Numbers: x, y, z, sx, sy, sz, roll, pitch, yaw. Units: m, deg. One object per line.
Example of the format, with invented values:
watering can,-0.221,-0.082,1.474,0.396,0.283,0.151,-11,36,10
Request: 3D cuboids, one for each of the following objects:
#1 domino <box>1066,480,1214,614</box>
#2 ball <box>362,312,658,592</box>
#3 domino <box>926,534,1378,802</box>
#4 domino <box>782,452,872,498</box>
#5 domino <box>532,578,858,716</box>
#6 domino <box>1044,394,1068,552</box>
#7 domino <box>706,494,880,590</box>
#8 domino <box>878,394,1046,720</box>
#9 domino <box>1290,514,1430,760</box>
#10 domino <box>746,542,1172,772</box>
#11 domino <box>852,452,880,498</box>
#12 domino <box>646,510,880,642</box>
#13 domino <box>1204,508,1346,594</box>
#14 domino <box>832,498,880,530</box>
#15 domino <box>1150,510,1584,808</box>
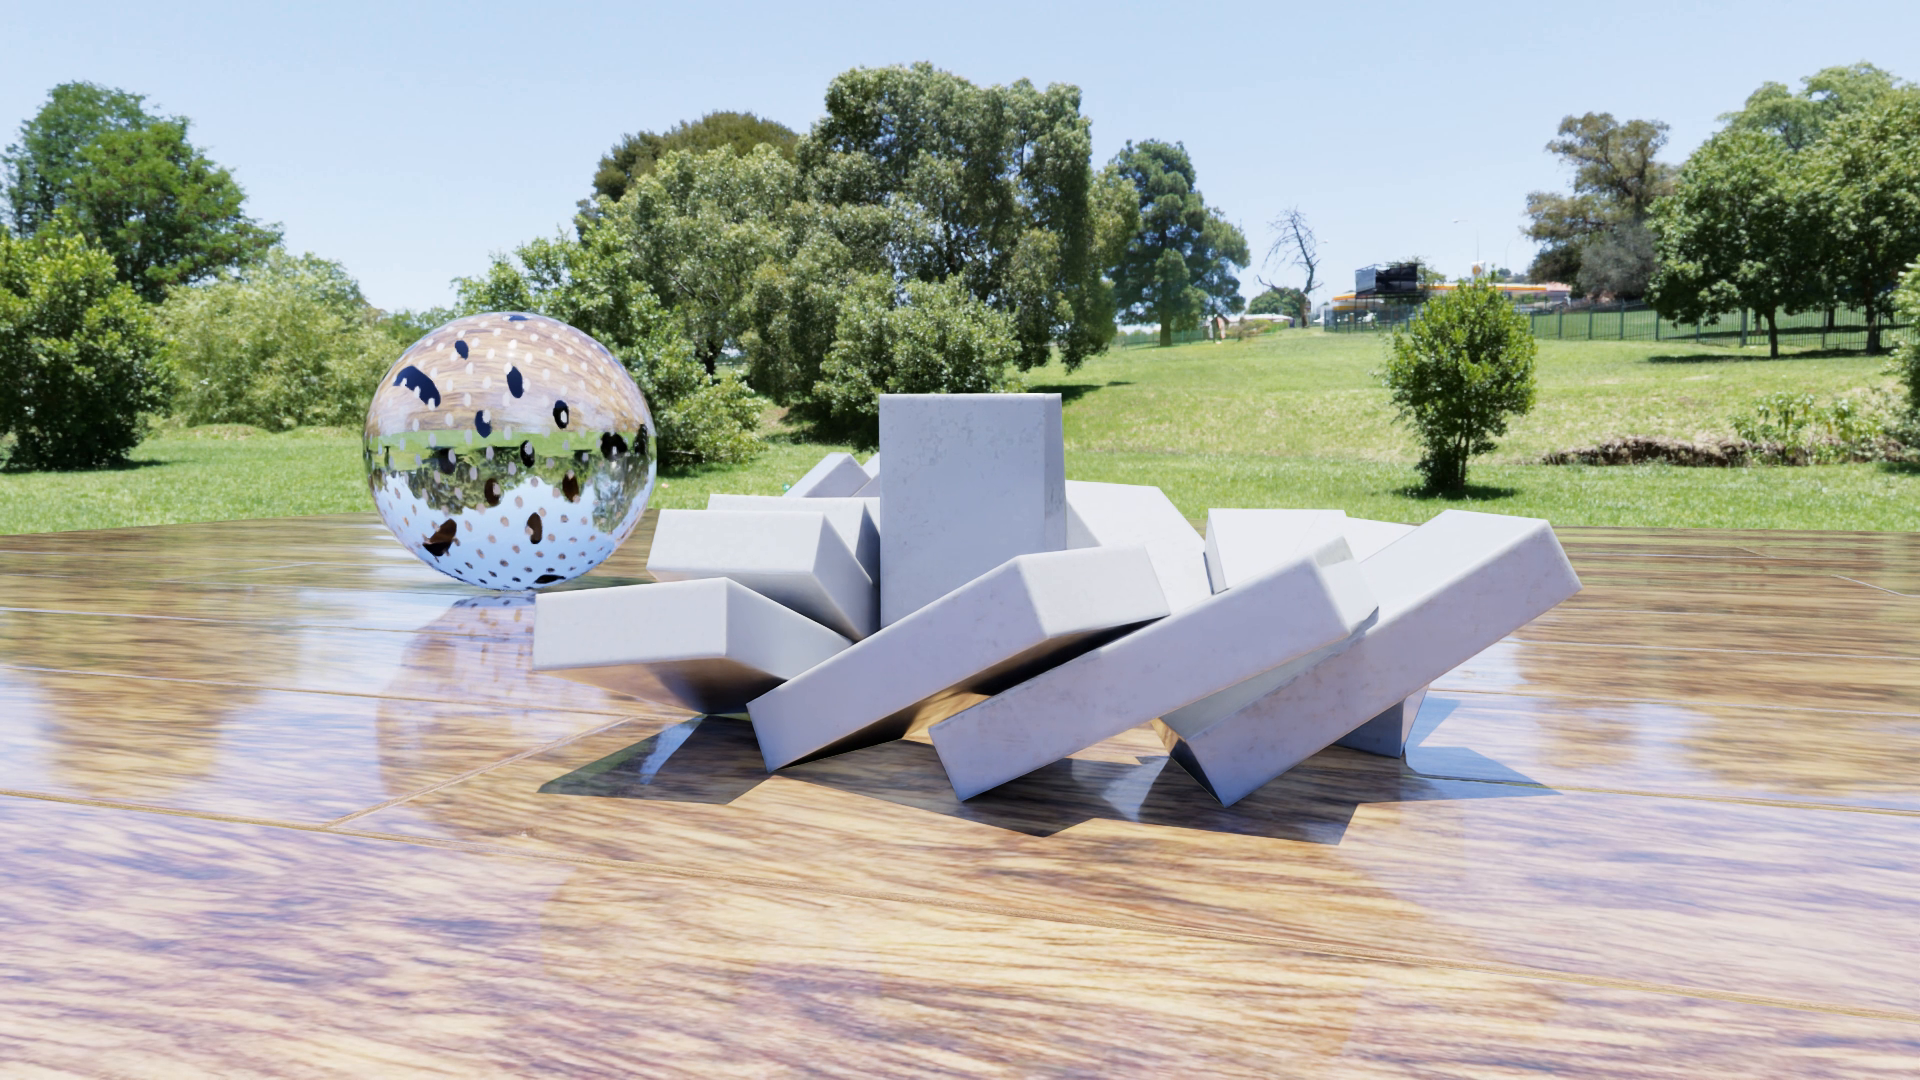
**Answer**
domino,0.037,0.007,0.241,0.025,0.009,0.050,3,33,-27
ball,-0.128,-0.025,0.369,0.080,0.080,0.080,0,4,0
domino,0.023,0.015,0.155,0.050,0.010,0.025,-28,-7,24
domino,-0.049,-0.005,0.363,0.050,0.009,0.025,-43,15,-10
domino,-0.034,0.016,0.176,0.025,0.010,0.050,-5,-15,13
domino,0.005,0.001,0.216,0.025,0.050,0.009,3,11,35
domino,-0.023,0.008,0.218,0.025,0.010,0.050,3,-25,12
domino,0.001,0.002,0.200,0.025,0.050,0.009,0,6,3
domino,0.060,0.013,0.196,0.025,0.010,0.050,9,31,29
domino,-0.001,0.015,0.161,0.050,0.010,0.025,-30,-16,38
domino,-0.036,-0.005,0.368,0.050,0.010,0.025,-43,15,-10
domino,-0.026,0.011,0.202,0.025,0.010,0.050,1,-25,15
domino,0.058,0.011,0.220,0.025,0.009,0.050,1,30,3
domino,-0.015,0.008,0.238,0.025,0.010,0.050,0,-26,18
domino,0.049,0.014,0.163,0.050,0.010,0.025,-31,6,-2
